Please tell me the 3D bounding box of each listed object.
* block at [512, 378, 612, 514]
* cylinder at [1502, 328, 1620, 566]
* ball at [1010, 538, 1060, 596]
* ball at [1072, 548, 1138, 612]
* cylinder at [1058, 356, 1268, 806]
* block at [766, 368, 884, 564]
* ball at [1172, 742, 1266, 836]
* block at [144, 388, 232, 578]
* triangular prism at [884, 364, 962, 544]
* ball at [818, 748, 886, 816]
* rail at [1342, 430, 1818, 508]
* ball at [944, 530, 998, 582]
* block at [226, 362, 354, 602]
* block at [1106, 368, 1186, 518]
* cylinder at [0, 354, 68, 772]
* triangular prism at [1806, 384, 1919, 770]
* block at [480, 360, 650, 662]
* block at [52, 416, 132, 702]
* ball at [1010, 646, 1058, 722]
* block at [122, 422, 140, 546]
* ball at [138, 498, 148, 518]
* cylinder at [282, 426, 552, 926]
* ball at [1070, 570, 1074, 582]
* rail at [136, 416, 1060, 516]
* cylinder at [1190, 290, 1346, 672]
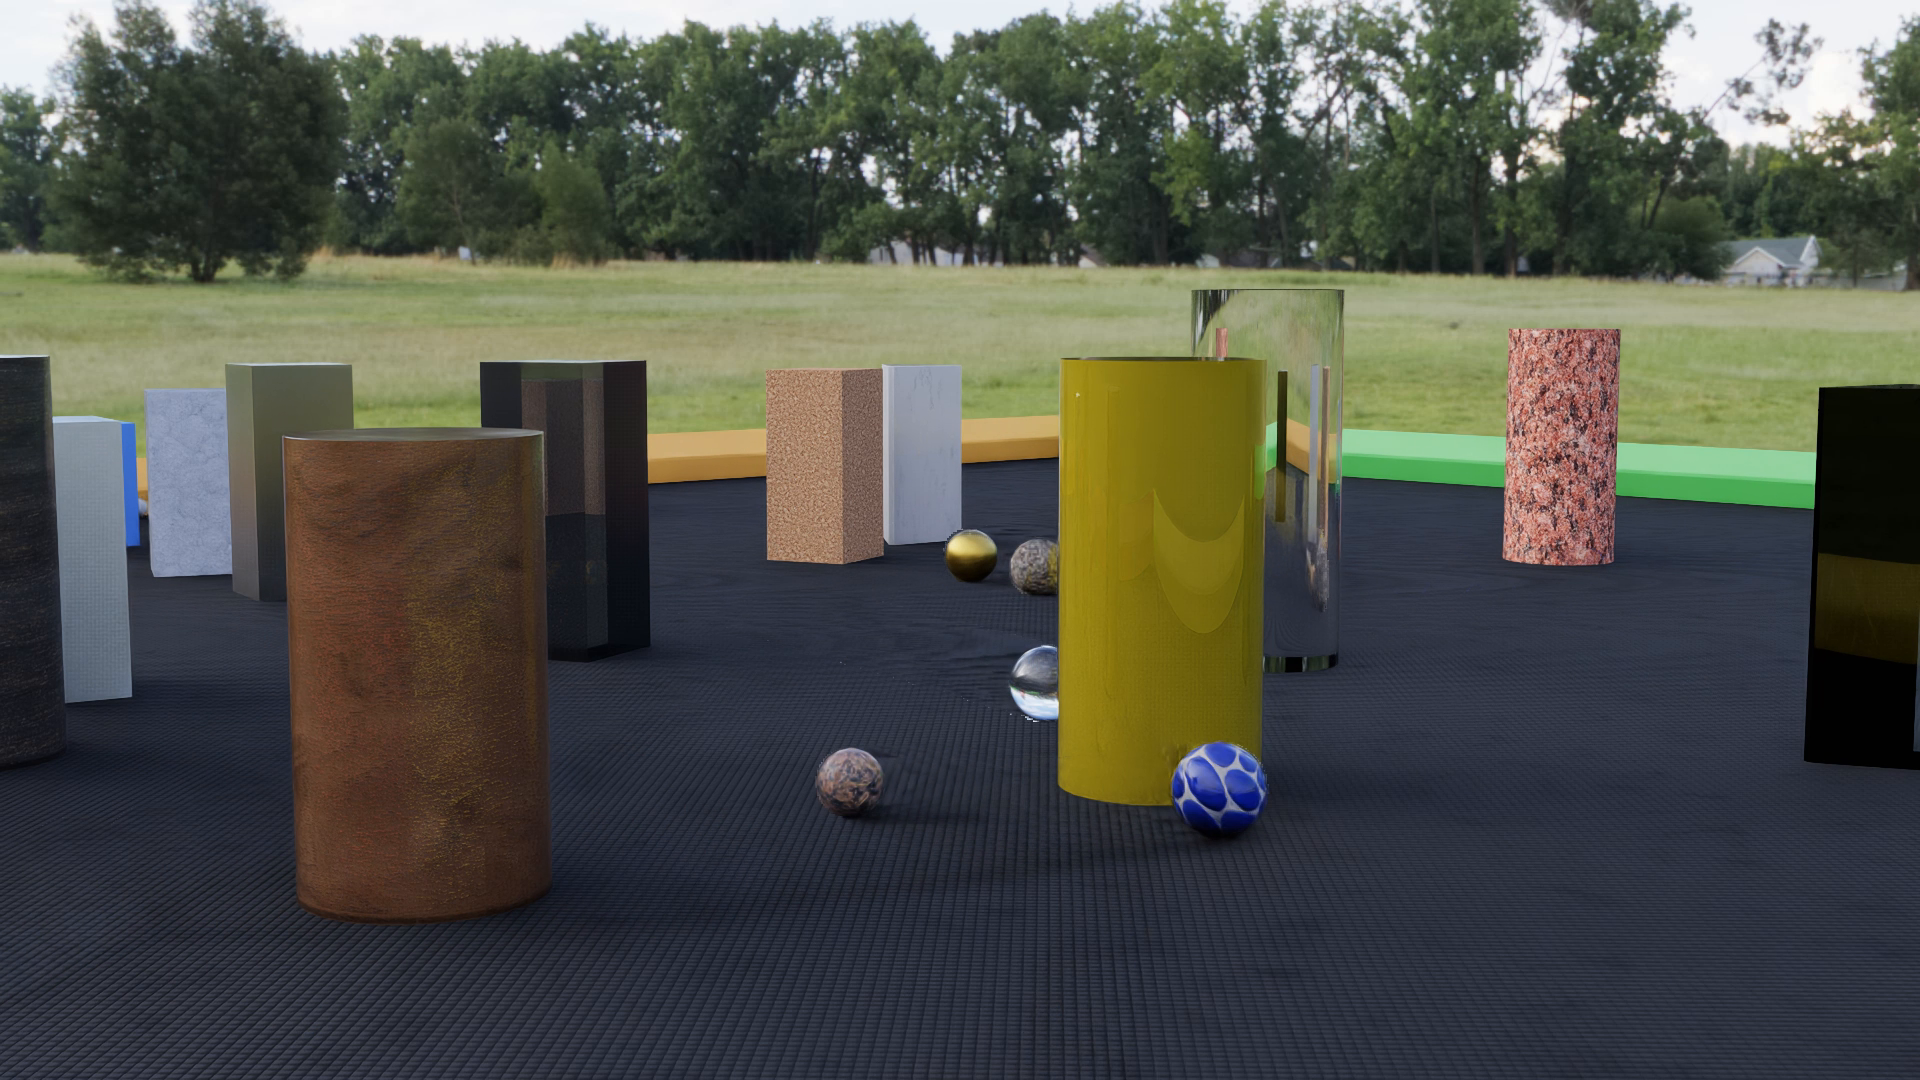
[{"bbox_3d":[-0.883,-0.212,4.880,0.153,0.288,0.153,4,7,33],"label":"block"},{"bbox_3d":[1.065,-0.169,3.894,0.191,0.408,0.191,0,6,0],"label":"cylinder"},{"bbox_3d":[0.122,0.042,3.419,0.089,0.089,0.089,0,6,0],"label":"ball"},{"bbox_3d":[0.212,0.059,3.222,0.095,0.095,0.095,0,6,0],"label":"ball"},{"bbox_3d":[0.187,0.031,2.046,0.191,0.398,0.191,0,6,0],"label":"cylinder"},{"bbox_3d":[-0.240,-0.136,3.921,0.153,0.337,0.153,3,7,25],"label":"block"},{"bbox_3d":[0.219,0.211,1.859,0.080,0.080,0.080,0,6,0],"label":"ball"},{"bbox_3d":[-1.296,-0.101,3.735,0.153,0.307,0.153,-2,6,-22],"label":"block"},{"bbox_3d":[-0.106,-0.169,4.236,0.165,0.336,0.143,-4,8,-37],"label":"triangular prism"},{"bbox_3d":[-0.096,0.213,1.935,0.060,0.060,0.060,0,6,0],"label":"ball"},{"bbox_3d":[1.790,-0.141,4.975,0.045,0.124,4.426,-6,8,-42],"label":"rail"},{"bbox_3d":[0.018,0.026,3.585,0.086,0.086,0.086,0,6,0],"label":"ball"},{"bbox_3d":[-1.042,-0.095,3.430,0.153,0.358,0.153,-4,7,-33],"label":"block"},{"bbox_3d":[0.401,-0.211,4.746,0.153,0.314,0.153,0,6,-1],"label":"block"},{"bbox_3d":[-0.991,0.019,2.166,0.191,0.397,0.191,0,6,0],"label":"cylinder"},{"bbox_3d":[0.936,0.032,2.184,0.165,0.368,0.143,2,6,21],"label":"triangular prism"},{"bbox_3d":[-0.509,-0.043,2.850,0.153,0.377,0.153,3,7,23],"label":"block"},{"bbox_3d":[-1.057,0.020,2.534,0.153,0.317,0.153,-4,7,-32],"label":"block"},{"bbox_3d":[0.094,0.155,2.380,0.081,0.081,0.081,0,6,0],"label":"ball"},{"bbox_3d":[-1.649,-0.106,4.142,0.153,0.230,0.153,-4,7,-35],"label":"block"},{"bbox_3d":[-1.747,-0.067,4.666,0.044,0.044,0.044,0,6,0],"label":"ball"},{"bbox_3d":[-0.409,0.095,1.668,0.191,0.351,0.191,0,6,0],"label":"cylinder"},{"bbox_3d":[0.198,0.059,3.436,0.050,0.050,0.050,0,6,0],"label":"ball"},{"bbox_3d":[-1.485,-0.136,4.932,4.918,0.124,0.045,-6,8,-42],"label":"rail"},{"bbox_3d":[0.383,-0.079,2.764,0.191,0.467,0.191,0,6,0],"label":"cylinder"}]
